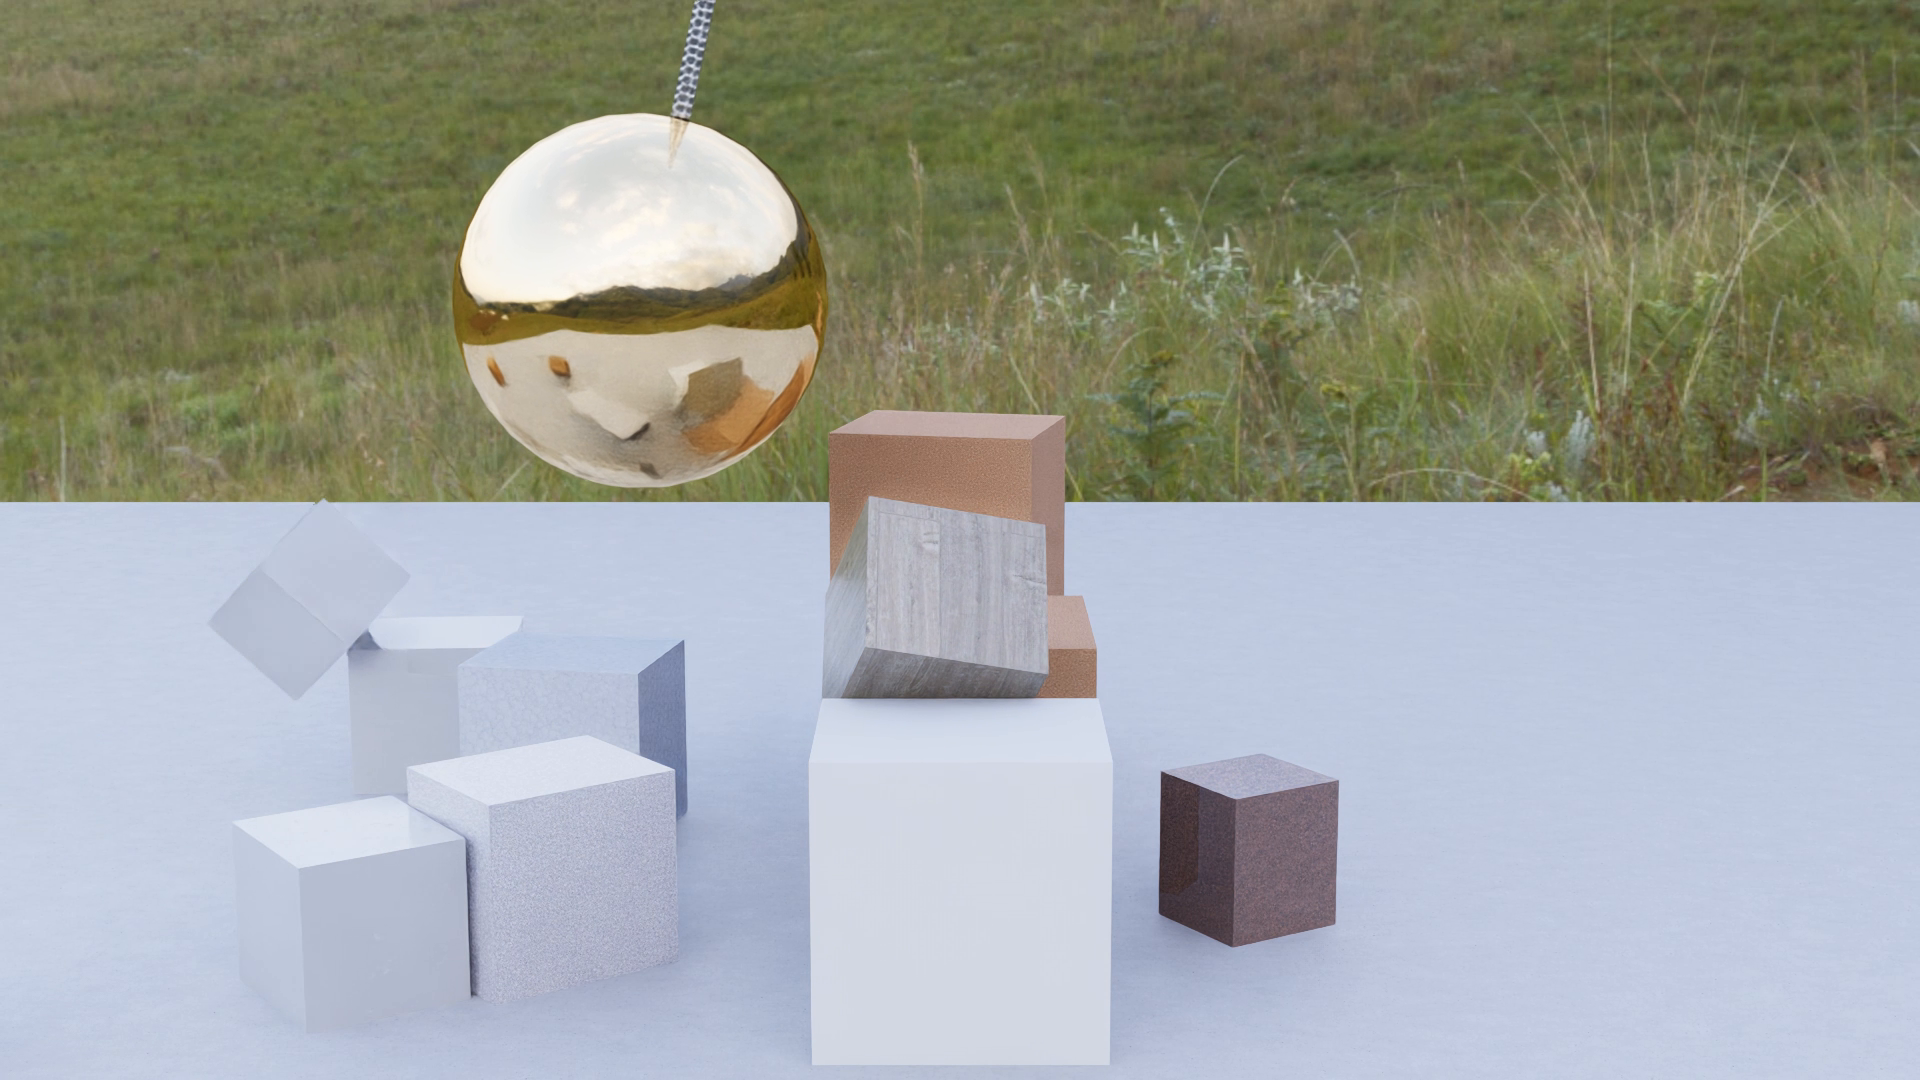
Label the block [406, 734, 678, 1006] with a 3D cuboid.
[{"bbox_3d":[-1.661,1.294,10.230,0.818,0.793,0.689,-8,13,-37],"label":"block"}]

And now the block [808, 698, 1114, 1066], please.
[{"bbox_3d":[0.002,1.248,9.564,1.068,1.122,0.937,0,10,0],"label":"block"}]

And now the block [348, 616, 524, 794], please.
[{"bbox_3d":[-2.630,0.824,12.997,0.793,0.729,0.747,-1,10,-5],"label":"block"}]

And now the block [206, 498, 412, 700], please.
[{"bbox_3d":[-3.216,0.296,12.687,0.585,0.579,0.599,-39,13,39],"label":"block"}]

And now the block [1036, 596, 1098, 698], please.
[{"bbox_3d":[0.021,0.918,11.317,1.090,1.145,1.111,0,10,0],"label":"block"}]

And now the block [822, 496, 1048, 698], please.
[{"bbox_3d":[-0.108,0.369,10.182,0.722,0.695,0.728,9,-36,-13],"label":"block"}]

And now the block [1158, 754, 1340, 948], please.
[{"bbox_3d":[1.205,1.288,10.736,0.542,0.625,0.506,-6,12,-32],"label":"block"}]

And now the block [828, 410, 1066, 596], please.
[{"bbox_3d":[-0.048,-0.072,12.355,0.965,0.981,0.844,2,11,13],"label":"block"}]

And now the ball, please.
[{"bbox_3d":[-1.363,-1.022,10.995,1.600,1.600,1.600,0,10,0],"label":"ball"}]

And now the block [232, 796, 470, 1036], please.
[{"bbox_3d":[-2.354,1.429,9.909,0.656,0.642,0.724,-7,12,-34],"label":"block"}]

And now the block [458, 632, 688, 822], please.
[{"bbox_3d":[-1.799,0.940,12.019,0.853,0.850,0.738,2,10,10],"label":"block"}]

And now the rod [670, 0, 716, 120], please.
[{"bbox_3d":[-0.591,-4.279,10.402,0.080,5.200,0.080,13,10,-2],"label":"rod"}]
